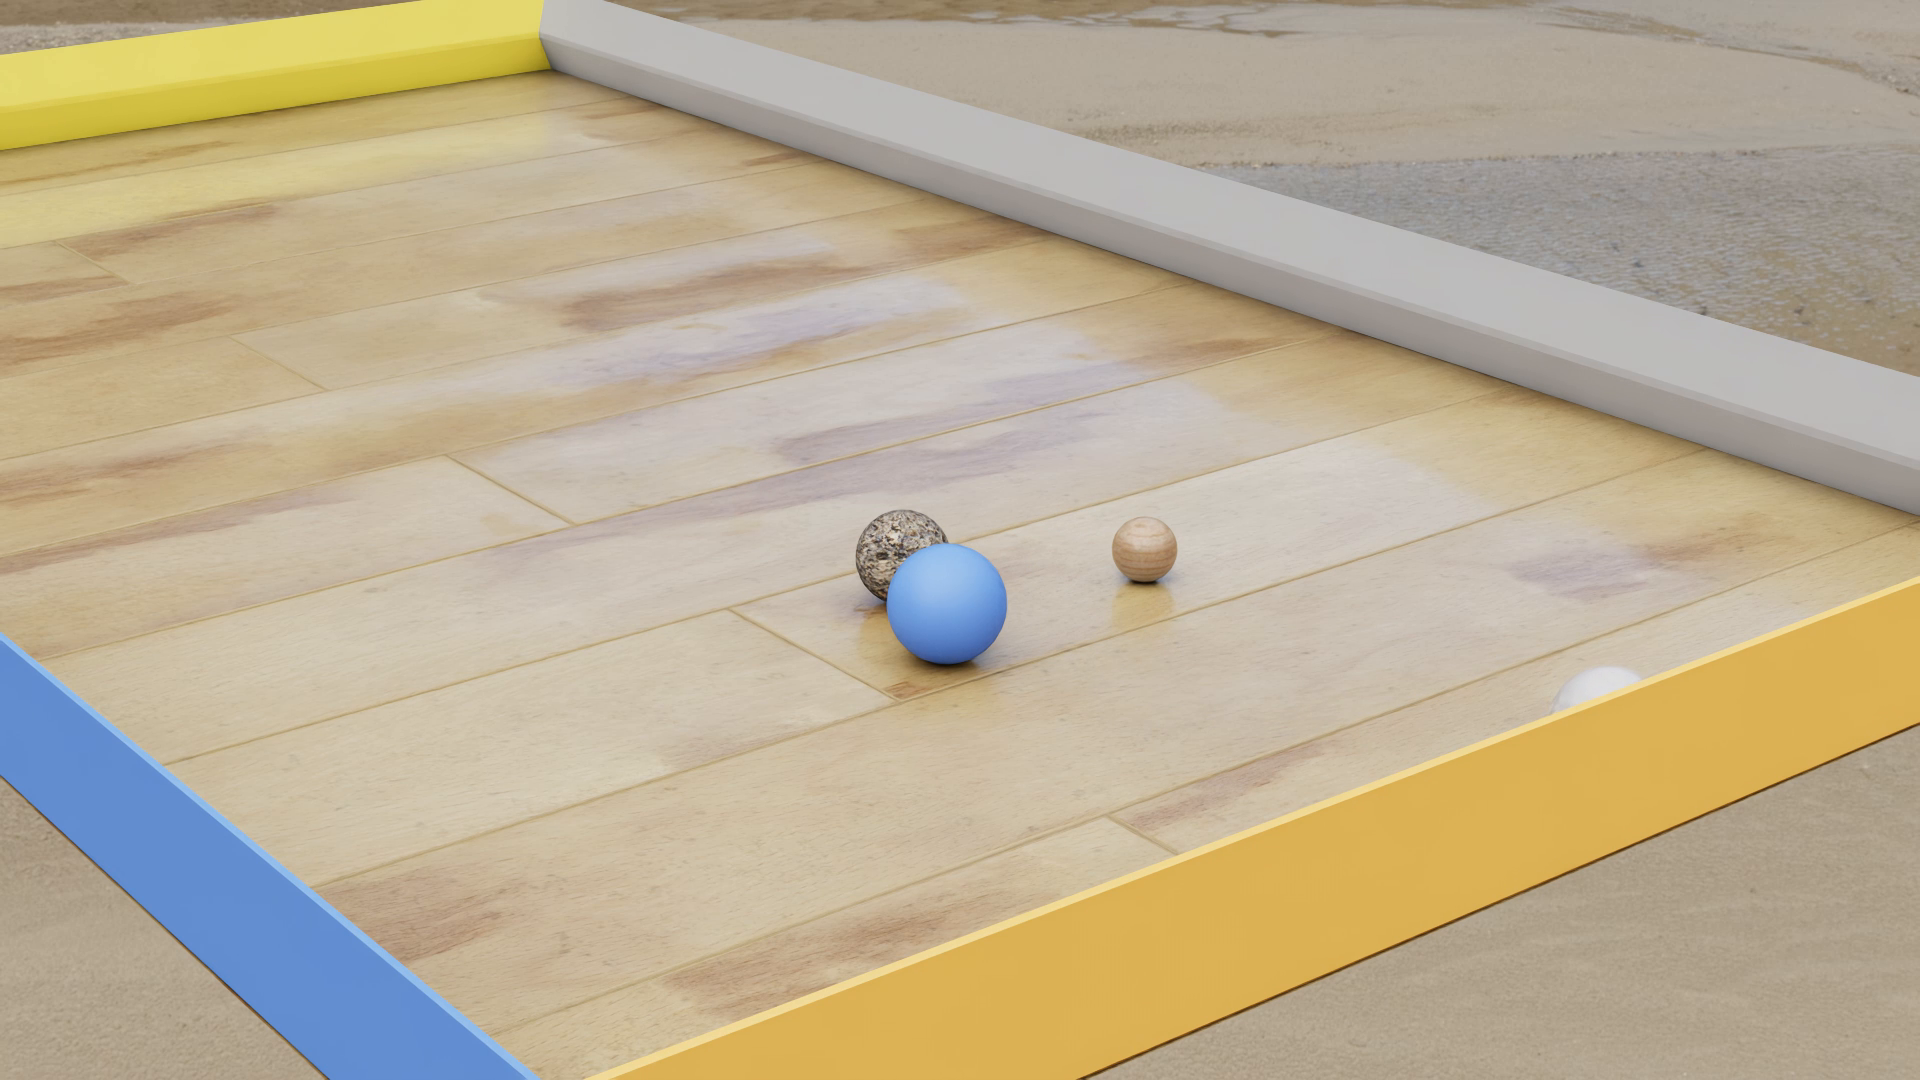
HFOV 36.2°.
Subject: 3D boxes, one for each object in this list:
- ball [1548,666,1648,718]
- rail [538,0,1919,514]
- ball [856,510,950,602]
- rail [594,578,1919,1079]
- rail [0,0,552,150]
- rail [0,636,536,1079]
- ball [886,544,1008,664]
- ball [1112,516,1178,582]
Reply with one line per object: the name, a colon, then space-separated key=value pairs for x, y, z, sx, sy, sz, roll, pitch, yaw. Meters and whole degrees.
ball: x=0.483 y=0.138 z=2.191 sx=0.089 sy=0.089 sz=0.089 roll=0 pitch=21 yaw=0
rail: x=0.196 y=-0.394 z=3.509 sx=0.045 sy=0.128 sz=2.773 roll=-16 pitch=26 yaw=-35
ball: x=-0.049 y=0.015 z=2.519 sx=0.082 sy=0.082 sz=0.082 roll=0 pitch=21 yaw=0
rail: x=0.410 y=0.168 z=2.055 sx=1.618 sy=0.128 sz=0.045 roll=-16 pitch=26 yaw=-35
rail: x=-1.259 y=-0.609 z=4.065 sx=1.618 sy=0.128 sz=0.045 roll=-16 pitch=26 yaw=-35
rail: x=-1.045 y=-0.047 z=2.612 sx=0.045 sy=0.128 sz=2.773 roll=-16 pitch=26 yaw=-35
ball: x=-0.011 y=0.052 z=2.400 sx=0.099 sy=0.099 sz=0.099 roll=0 pitch=21 yaw=0
ball: x=0.161 y=0.008 z=2.570 sx=0.058 sy=0.058 sz=0.058 roll=0 pitch=21 yaw=0
